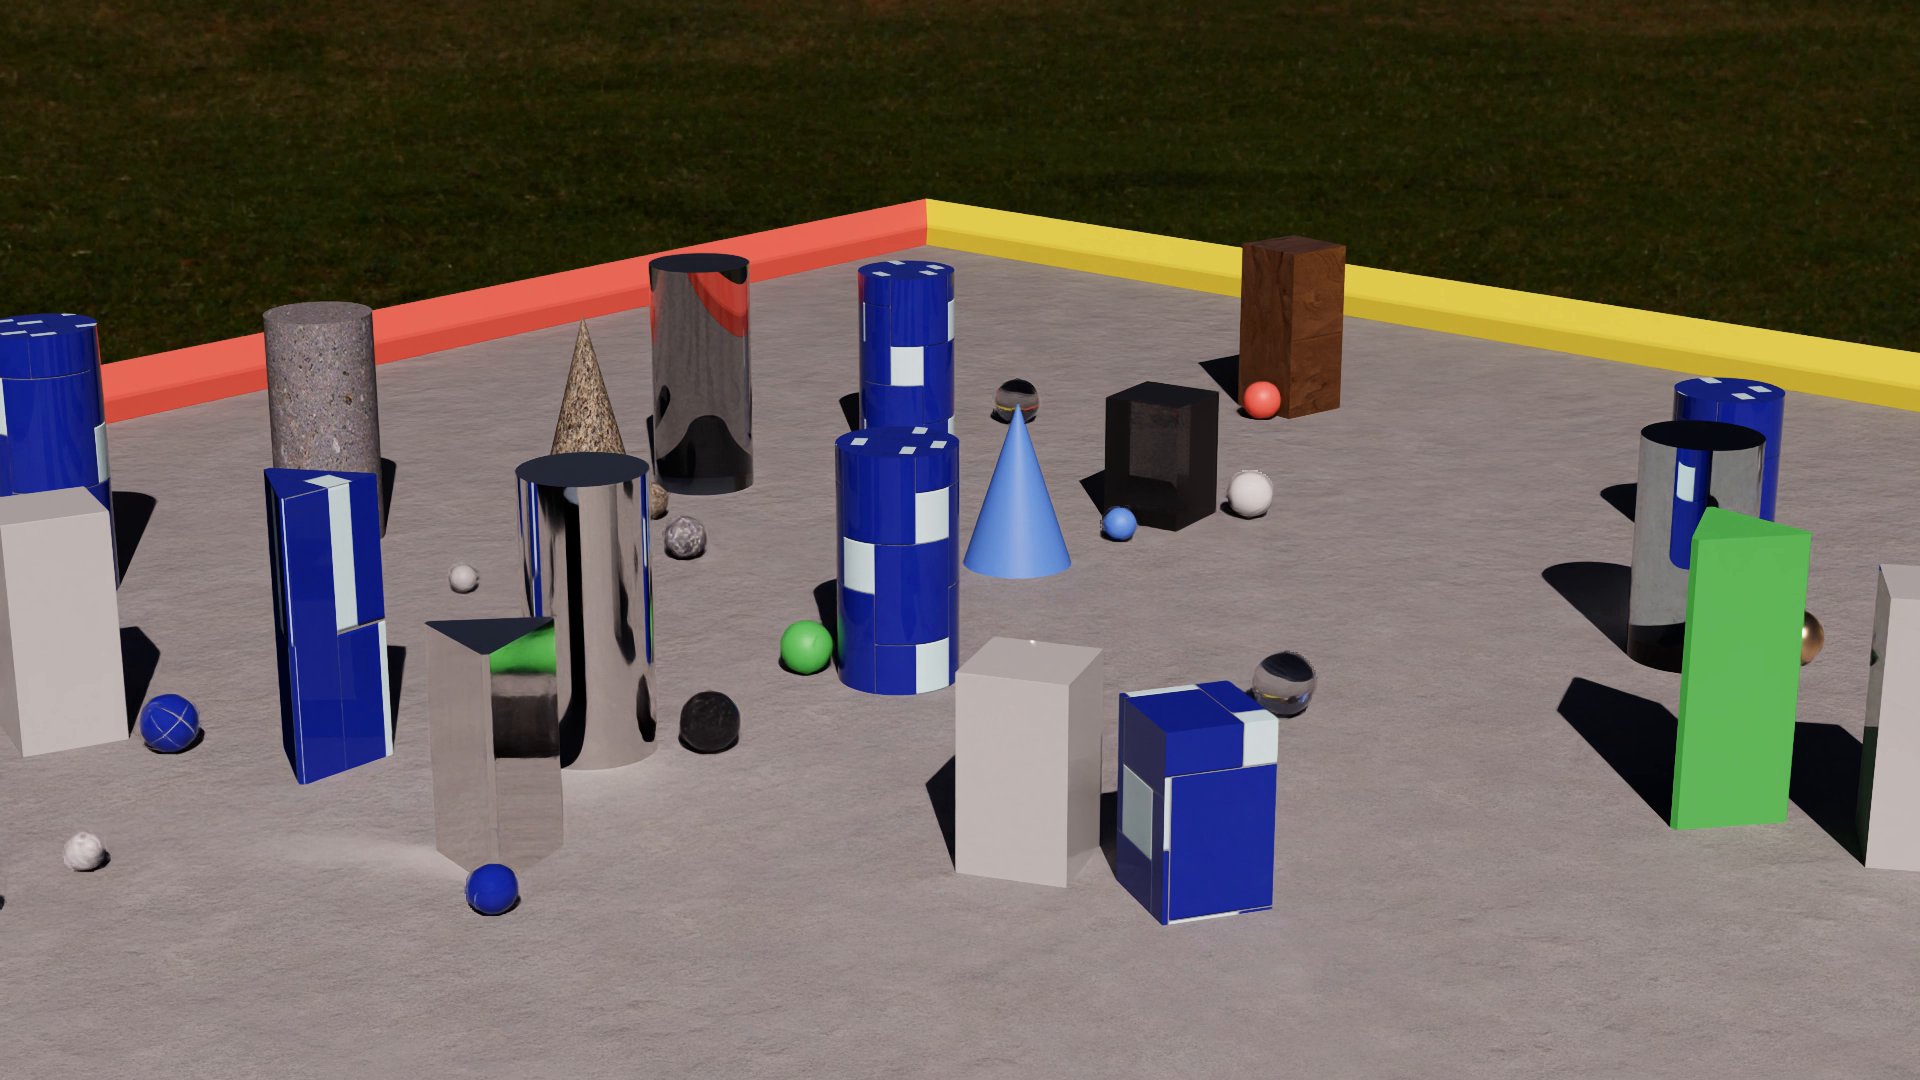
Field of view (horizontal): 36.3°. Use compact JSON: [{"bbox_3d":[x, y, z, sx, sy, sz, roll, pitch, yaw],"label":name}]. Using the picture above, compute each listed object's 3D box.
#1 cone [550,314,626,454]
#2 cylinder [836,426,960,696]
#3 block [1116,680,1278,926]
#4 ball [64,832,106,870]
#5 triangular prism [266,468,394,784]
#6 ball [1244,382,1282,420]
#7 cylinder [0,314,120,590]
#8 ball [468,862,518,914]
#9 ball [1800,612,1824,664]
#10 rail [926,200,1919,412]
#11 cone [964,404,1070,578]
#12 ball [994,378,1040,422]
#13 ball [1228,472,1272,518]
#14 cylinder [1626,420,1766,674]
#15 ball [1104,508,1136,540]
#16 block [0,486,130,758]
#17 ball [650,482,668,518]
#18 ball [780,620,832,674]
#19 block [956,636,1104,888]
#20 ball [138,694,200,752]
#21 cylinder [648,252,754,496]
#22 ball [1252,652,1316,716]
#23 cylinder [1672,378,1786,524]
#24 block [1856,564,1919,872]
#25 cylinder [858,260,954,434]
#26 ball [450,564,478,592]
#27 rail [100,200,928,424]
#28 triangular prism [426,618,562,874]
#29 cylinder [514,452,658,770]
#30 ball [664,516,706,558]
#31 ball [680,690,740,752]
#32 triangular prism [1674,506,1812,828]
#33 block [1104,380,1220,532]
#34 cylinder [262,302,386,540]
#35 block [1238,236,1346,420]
[{"bbox_3d":[-0.719,-0.252,5.642,0.196,0.373,0.196,0,17,0],"label":"cone"},{"bbox_3d":[-0.099,0.031,4.672,0.196,0.389,0.196,0,17,0],"label":"cylinder"},{"bbox_3d":[0.309,0.343,3.852,0.157,0.265,0.157,-6,18,-19],"label":"block"},{"bbox_3d":[-1.182,0.421,3.963,0.053,0.053,0.053,0,17,0],"label":"ball"},{"bbox_3d":[-0.960,0.116,4.313,0.147,0.434,0.170,14,22,38],"label":"triangular prism"},{"bbox_3d":[0.650,-0.301,6.307,0.082,0.082,0.082,0,17,0],"label":"ball"},{"bbox_3d":[-1.580,-0.140,5.092,0.196,0.475,0.196,0,17,0],"label":"cylinder"},{"bbox_3d":[-0.609,0.455,3.826,0.067,0.067,0.067,0,17,0],"label":"ball"},{"bbox_3d":[1.360,0.157,4.772,0.090,0.090,0.090,0,17,0],"label":"ball"},{"bbox_3d":[1.520,-0.473,6.796,4.317,0.127,0.045,14,22,39],"label":"rail"},{"bbox_3d":[0.104,-0.103,5.273,0.196,0.300,0.196,0,17,0],"label":"cone"},{"bbox_3d":[0.122,-0.297,6.269,0.096,0.096,0.096,0,17,0],"label":"ball"},{"bbox_3d":[0.552,-0.086,5.585,0.087,0.087,0.087,0,17,0],"label":"ball"},{"bbox_3d":[1.195,0.010,4.770,0.196,0.373,0.196,0,17,0],"label":"cylinder"},{"bbox_3d":[0.297,-0.029,5.441,0.062,0.062,0.062,0,17,0],"label":"ball"},{"bbox_3d":[-1.367,0.121,4.424,0.157,0.360,0.157,-9,19,-28],"label":"block"},{"bbox_3d":[-0.591,-0.075,5.576,0.071,0.071,0.071,0,17,0],"label":"ball"},{"bbox_3d":[-0.248,0.172,4.730,0.086,0.086,0.086,0,17,0],"label":"ball"},{"bbox_3d":[0.094,0.298,3.965,0.157,0.287,0.157,6,18,19],"label":"block"},{"bbox_3d":[-1.184,0.274,4.389,0.088,0.088,0.088,0,17,0],"label":"ball"},{"bbox_3d":[-0.508,-0.327,5.768,0.196,0.443,0.196,0,17,0],"label":"cylinder"},{"bbox_3d":[0.502,0.223,4.540,0.098,0.098,0.098,0,17,0],"label":"ball"},{"bbox_3d":[1.398,-0.130,5.368,0.196,0.297,0.196,0,17,0],"label":"cylinder"},{"bbox_3d":[1.320,0.243,3.980,0.157,0.384,0.157,3,17,11],"label":"block"},{"bbox_3d":[-0.109,-0.365,6.002,0.196,0.381,0.196,0,17,0],"label":"cylinder"},{"bbox_3d":[-0.871,0.067,5.142,0.049,0.049,0.049,0,17,0],"label":"ball"},{"bbox_3d":[-1.612,-0.372,6.460,0.045,0.127,4.684,14,22,39],"label":"rail"},{"bbox_3d":[-0.609,0.275,3.967,0.147,0.330,0.170,-12,21,-35],"label":"triangular prism"},{"bbox_3d":[-0.553,0.104,4.355,0.196,0.434,0.196,0,17,0],"label":"cylinder"},{"bbox_3d":[-0.500,-0.005,5.332,0.077,0.077,0.077,0,17,0],"label":"ball"},{"bbox_3d":[-0.374,0.271,4.391,0.092,0.092,0.092,0,17,0],"label":"ball"},{"bbox_3d":[1.070,0.177,4.129,0.170,0.424,0.147,-3,17,-9],"label":"triangular prism"},{"bbox_3d":[0.383,-0.161,5.571,0.157,0.238,0.157,11,20,32],"label":"block"},{"bbox_3d":[-1.172,-0.211,5.411,0.196,0.426,0.196,0,17,0],"label":"cylinder"},{"bbox_3d":[0.720,-0.464,6.366,0.157,0.359,0.157,-13,21,-37],"label":"block"}]
